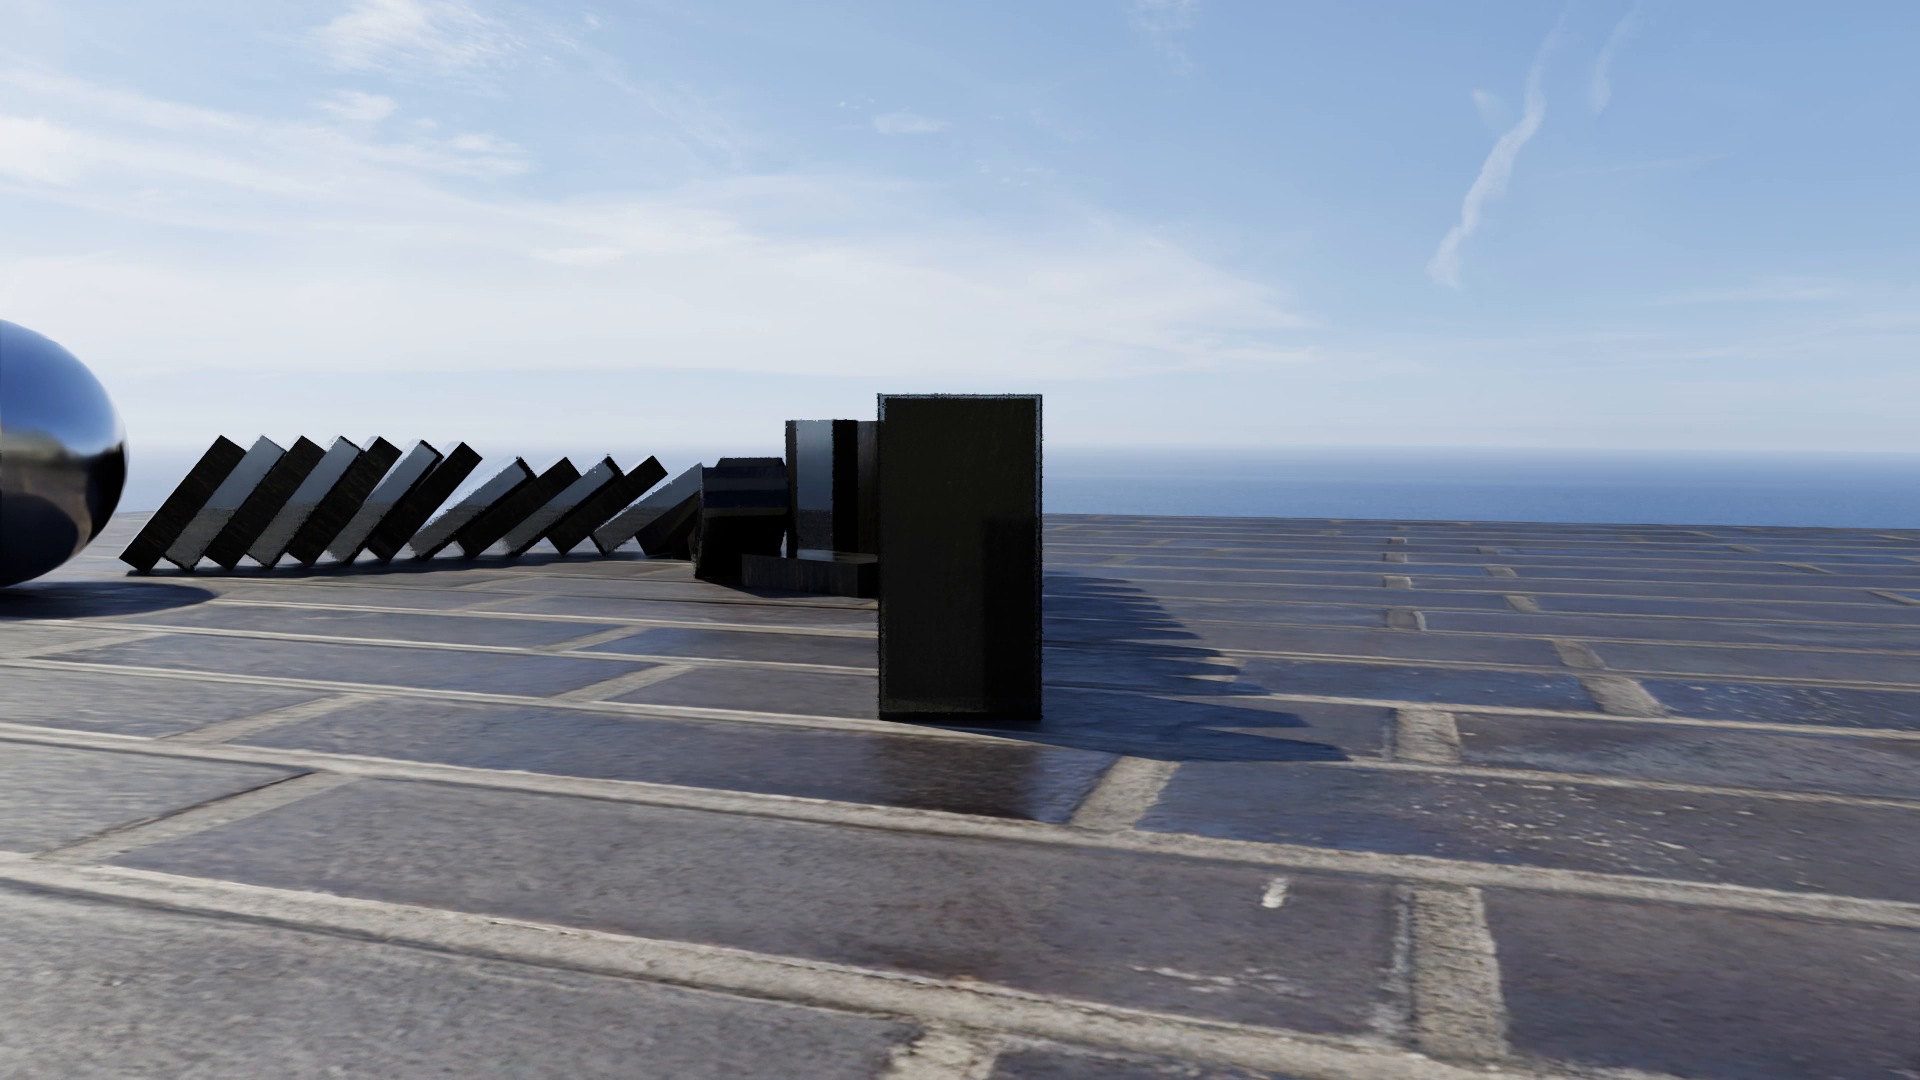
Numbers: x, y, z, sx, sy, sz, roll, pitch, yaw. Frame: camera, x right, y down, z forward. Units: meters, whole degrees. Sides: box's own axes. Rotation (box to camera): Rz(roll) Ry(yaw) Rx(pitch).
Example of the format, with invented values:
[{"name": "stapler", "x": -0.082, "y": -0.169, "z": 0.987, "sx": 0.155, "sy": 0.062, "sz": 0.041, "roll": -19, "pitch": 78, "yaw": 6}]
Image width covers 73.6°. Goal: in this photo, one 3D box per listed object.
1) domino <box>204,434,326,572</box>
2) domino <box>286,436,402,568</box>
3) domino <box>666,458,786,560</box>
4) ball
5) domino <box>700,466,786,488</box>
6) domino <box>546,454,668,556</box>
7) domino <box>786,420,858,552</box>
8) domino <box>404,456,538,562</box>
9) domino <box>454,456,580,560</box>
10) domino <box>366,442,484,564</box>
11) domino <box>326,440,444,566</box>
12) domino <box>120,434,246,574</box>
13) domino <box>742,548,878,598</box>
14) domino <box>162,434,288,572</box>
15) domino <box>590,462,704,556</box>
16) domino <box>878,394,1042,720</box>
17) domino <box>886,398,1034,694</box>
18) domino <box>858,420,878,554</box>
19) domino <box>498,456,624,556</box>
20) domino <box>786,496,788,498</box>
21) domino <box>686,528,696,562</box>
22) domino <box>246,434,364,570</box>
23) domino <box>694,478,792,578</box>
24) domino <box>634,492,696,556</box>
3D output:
[{"name": "domino", "x": -0.240, "y": -0.013, "z": 0.443, "sx": 0.010, "sy": 0.050, "sz": 0.025, "roll": 40, "pitch": -16, "yaw": -27}, {"name": "domino", "x": -0.220, "y": -0.014, "z": 0.456, "sx": 0.009, "sy": 0.050, "sz": 0.025, "roll": 41, "pitch": -17, "yaw": -27}, {"name": "domino", "x": -0.085, "y": -0.011, "z": 0.468, "sx": 0.025, "sy": 0.010, "sz": 0.050, "roll": -4, "pitch": -31, "yaw": -42}, {"name": "ball", "x": -0.286, "y": -0.025, "z": 0.368, "sx": 0.080, "sy": 0.080, "sz": 0.080, "roll": 0, "pitch": 4, "yaw": 0}, {"name": "domino", "x": -0.070, "y": -0.007, "z": 0.407, "sx": 0.025, "sy": 0.010, "sz": 0.050, "roll": -2, "pitch": -27, "yaw": -14}, {"name": "domino", "x": -0.137, "y": -0.014, "z": 0.498, "sx": 0.050, "sy": 0.009, "sz": 0.025, "roll": -40, "pitch": 14, "yaw": -13}, {"name": "domino", "x": -0.044, "y": -0.013, "z": 0.409, "sx": 0.009, "sy": 0.050, "sz": 0.025, "roll": -4, "pitch": 6, "yaw": -44}, {"name": "domino", "x": -0.184, "y": -0.012, "z": 0.479, "sx": 0.050, "sy": 0.009, "sz": 0.025, "roll": -42, "pitch": 23, "yaw": -21}, {"name": "domino", "x": -0.169, "y": -0.013, "z": 0.487, "sx": 0.050, "sy": 0.010, "sz": 0.025, "roll": -42, "pitch": 21, "yaw": -20}, {"name": "domino", "x": -0.198, "y": -0.015, "z": 0.471, "sx": 0.010, "sy": 0.050, "sz": 0.025, "roll": 45, "pitch": -19, "yaw": -25}, {"name": "domino", "x": -0.209, "y": -0.014, "z": 0.463, "sx": 0.009, "sy": 0.050, "sz": 0.025, "roll": 43, "pitch": -18, "yaw": -26}, {"name": "domino", "x": -0.262, "y": -0.013, "z": 0.433, "sx": 0.010, "sy": 0.050, "sz": 0.025, "roll": 40, "pitch": -16, "yaw": -27}, {"name": "domino", "x": -0.039, "y": 0.009, "z": 0.379, "sx": 0.050, "sy": 0.010, "sz": 0.025, "roll": 4, "pitch": 6, "yaw": 41}, {"name": "domino", "x": -0.251, "y": -0.013, "z": 0.438, "sx": 0.010, "sy": 0.050, "sz": 0.025, "roll": 40, "pitch": -16, "yaw": -27}, {"name": "domino", "x": -0.119, "y": -0.013, "z": 0.499, "sx": 0.050, "sy": 0.009, "sz": 0.025, "roll": -35, "pitch": 10, "yaw": -7}, {"name": "domino", "x": 0.000, "y": 0.002, "z": 0.201, "sx": 0.025, "sy": 0.050, "sz": 0.009, "roll": 0, "pitch": 4, "yaw": 0}, {"name": "domino", "x": 0.000, "y": 0.001, "z": 0.222, "sx": 0.025, "sy": 0.050, "sz": 0.009, "roll": 0, "pitch": 4, "yaw": 0}, {"name": "domino", "x": -0.027, "y": -0.014, "z": 0.426, "sx": 0.010, "sy": 0.050, "sz": 0.025, "roll": -4, "pitch": 6, "yaw": -44}, {"name": "domino", "x": -0.155, "y": -0.014, "z": 0.495, "sx": 0.050, "sy": 0.009, "sz": 0.025, "roll": -42, "pitch": 20, "yaw": -20}, {"name": "domino", "x": -0.073, "y": -0.007, "z": 0.428, "sx": 0.025, "sy": 0.010, "sz": 0.050, "roll": -1, "pitch": -27, "yaw": -16}, {"name": "domino", "x": -0.075, "y": -0.008, "z": 0.451, "sx": 0.025, "sy": 0.009, "sz": 0.050, "roll": -3, "pitch": -25, "yaw": -34}, {"name": "domino", "x": -0.229, "y": -0.014, "z": 0.448, "sx": 0.010, "sy": 0.050, "sz": 0.025, "roll": 40, "pitch": -16, "yaw": -27}, {"name": "domino", "x": -0.067, "y": -0.003, "z": 0.391, "sx": 0.025, "sy": 0.010, "sz": 0.050, "roll": -1, "pitch": -25, "yaw": -15}, {"name": "domino", "x": -0.097, "y": -0.012, "z": 0.489, "sx": 0.050, "sy": 0.010, "sz": 0.025, "roll": -32, "pitch": -5, "yaw": 14}]
